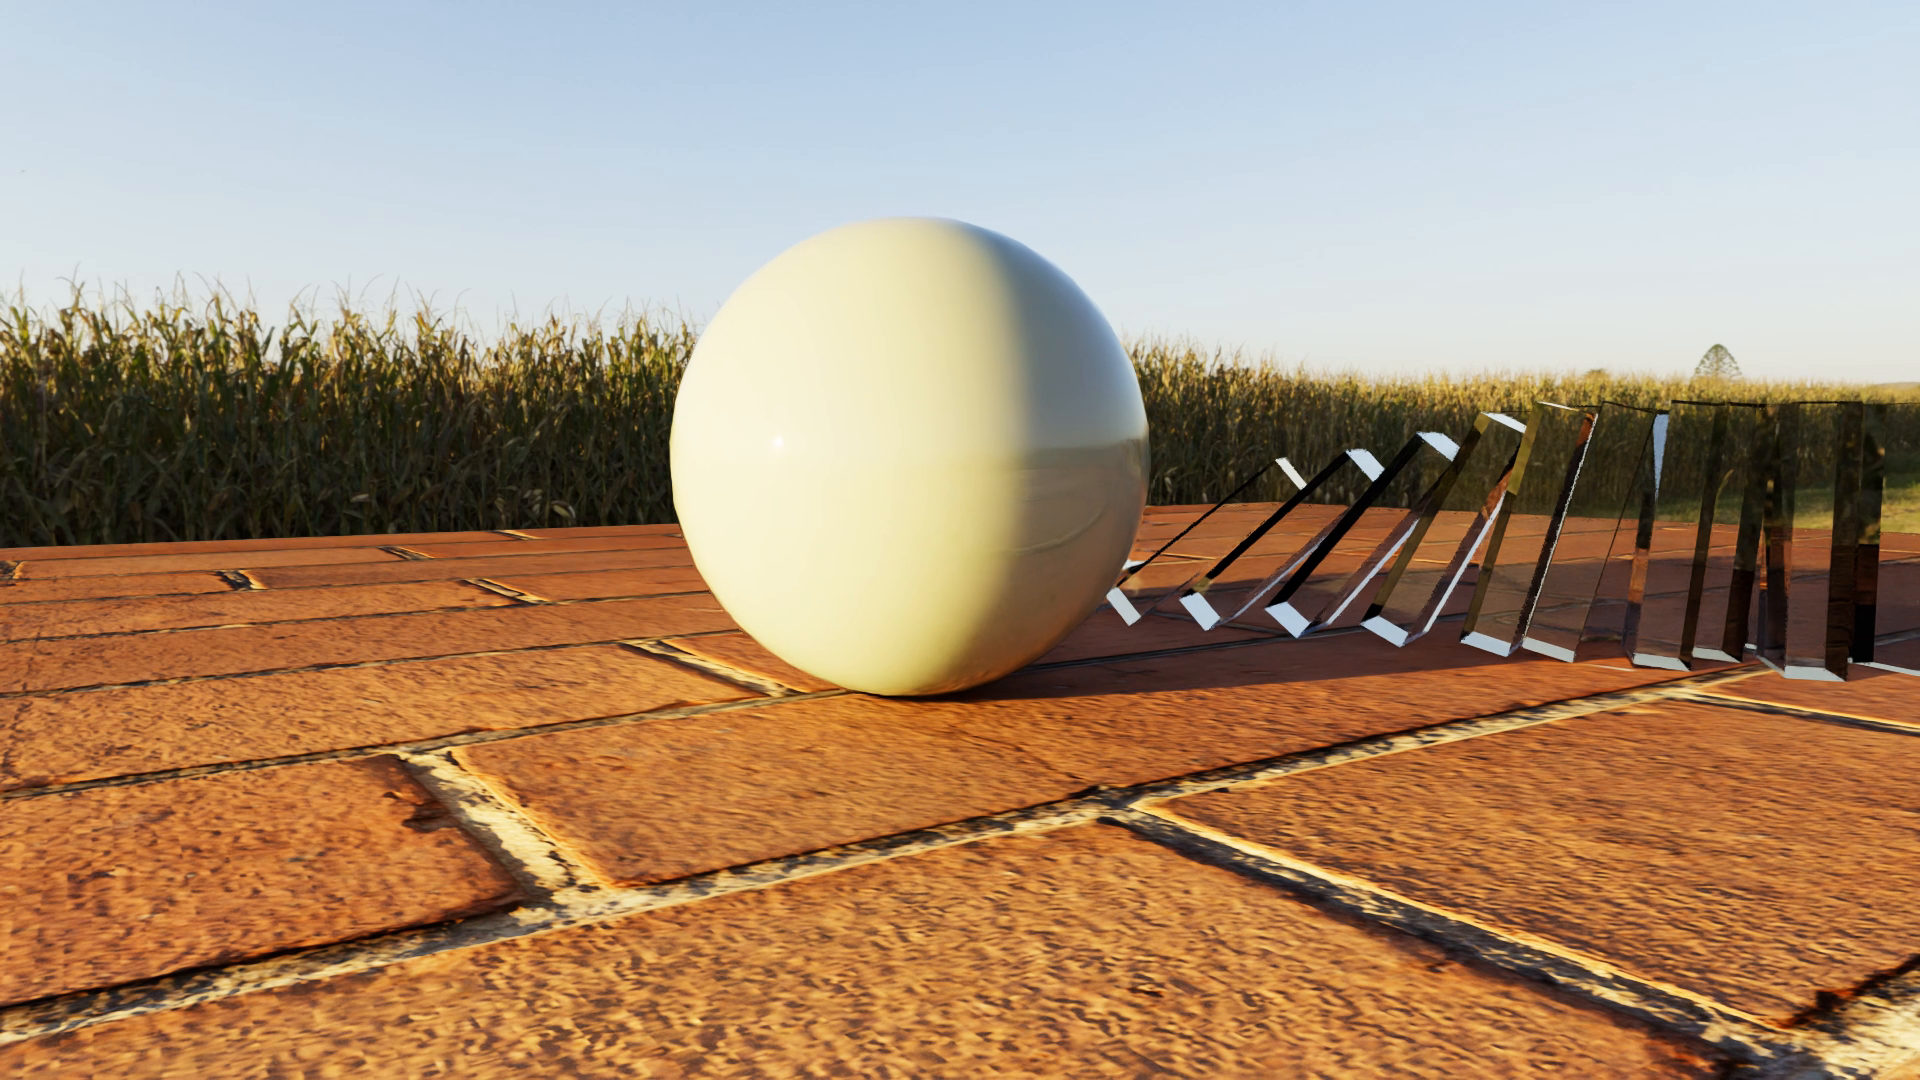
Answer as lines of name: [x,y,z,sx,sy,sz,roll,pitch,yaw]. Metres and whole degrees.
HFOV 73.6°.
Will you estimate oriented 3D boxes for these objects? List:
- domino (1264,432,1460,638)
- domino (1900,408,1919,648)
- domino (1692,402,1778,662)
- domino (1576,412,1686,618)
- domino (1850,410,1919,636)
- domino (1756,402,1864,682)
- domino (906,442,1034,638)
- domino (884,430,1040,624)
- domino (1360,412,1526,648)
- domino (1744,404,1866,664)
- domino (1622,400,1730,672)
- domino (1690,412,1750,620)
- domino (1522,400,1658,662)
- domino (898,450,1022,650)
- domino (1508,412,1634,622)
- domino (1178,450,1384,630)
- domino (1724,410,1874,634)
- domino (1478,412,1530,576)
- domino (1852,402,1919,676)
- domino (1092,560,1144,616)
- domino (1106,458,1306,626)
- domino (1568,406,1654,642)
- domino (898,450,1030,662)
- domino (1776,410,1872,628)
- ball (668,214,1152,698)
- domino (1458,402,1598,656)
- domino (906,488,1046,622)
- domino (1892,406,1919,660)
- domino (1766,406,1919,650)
domino: [0.091,-0.001,0.284,0.010,0.050,0.025,45,25,22]
domino: [0.212,-0.002,0.266,0.025,0.050,0.009,2,5,27]
domino: [0.153,-0.002,0.260,0.009,0.050,0.025,7,6,17]
domino: [0.170,-0.007,0.326,0.009,0.050,0.025,-1,4,-13]
domino: [0.216,-0.004,0.287,0.025,0.050,0.009,0,4,-4]
domino: [0.159,-0.001,0.241,0.010,0.050,0.025,2,5,21]
domino: [0.002,-0.001,0.294,0.025,0.009,0.050,-4,48,-2]
domino: [0.000,-0.004,0.310,0.025,0.010,0.050,-12,49,-9]
domino: [0.105,-0.002,0.273,0.009,0.050,0.025,33,20,26]
domino: [0.171,-0.002,0.260,0.009,0.050,0.025,-1,4,-13]
domino: [0.139,-0.002,0.251,0.009,0.050,0.025,7,7,22]
domino: [0.191,-0.007,0.321,0.010,0.050,0.025,3,5,34]
domino: [0.126,-0.002,0.258,0.009,0.050,0.025,18,12,25]
domino: [0.001,0.001,0.279,0.025,0.009,0.050,0,48,2]
domino: [0.151,-0.006,0.317,0.009,0.050,0.025,-3,5,-35]
domino: [0.075,0.000,0.295,0.050,0.009,0.025,-45,-17,23]
domino: [0.190,-0.004,0.291,0.025,0.050,0.009,0,4,1]
domino: [0.136,-0.005,0.301,0.025,0.050,0.010,1,4,17]
domino: [0.180,0.000,0.236,0.009,0.050,0.025,-1,4,-9]
domino: [0.031,0.012,0.344,0.025,0.009,0.050,2,5,25]
domino: [0.059,0.000,0.305,0.050,0.009,0.025,-40,-9,17]
domino: [0.139,-0.004,0.280,0.025,0.050,0.009,0,4,-22]
domino: [0.001,0.002,0.265,0.025,0.009,0.050,0,48,2]
domino: [0.207,-0.005,0.307,0.025,0.050,0.009,-3,5,-38]
ball: [-0.008,-0.014,0.217,0.080,0.080,0.080,0,4,0]
domino: [0.117,-0.003,0.264,0.009,0.050,0.025,20,14,30]
domino: [0.003,0.003,0.328,0.025,0.009,0.050,-11,26,-8]
domino: [0.198,-0.001,0.248,0.025,0.050,0.009,4,6,42]
domino: [0.187,-0.003,0.270,0.025,0.050,0.009,1,4,16]
